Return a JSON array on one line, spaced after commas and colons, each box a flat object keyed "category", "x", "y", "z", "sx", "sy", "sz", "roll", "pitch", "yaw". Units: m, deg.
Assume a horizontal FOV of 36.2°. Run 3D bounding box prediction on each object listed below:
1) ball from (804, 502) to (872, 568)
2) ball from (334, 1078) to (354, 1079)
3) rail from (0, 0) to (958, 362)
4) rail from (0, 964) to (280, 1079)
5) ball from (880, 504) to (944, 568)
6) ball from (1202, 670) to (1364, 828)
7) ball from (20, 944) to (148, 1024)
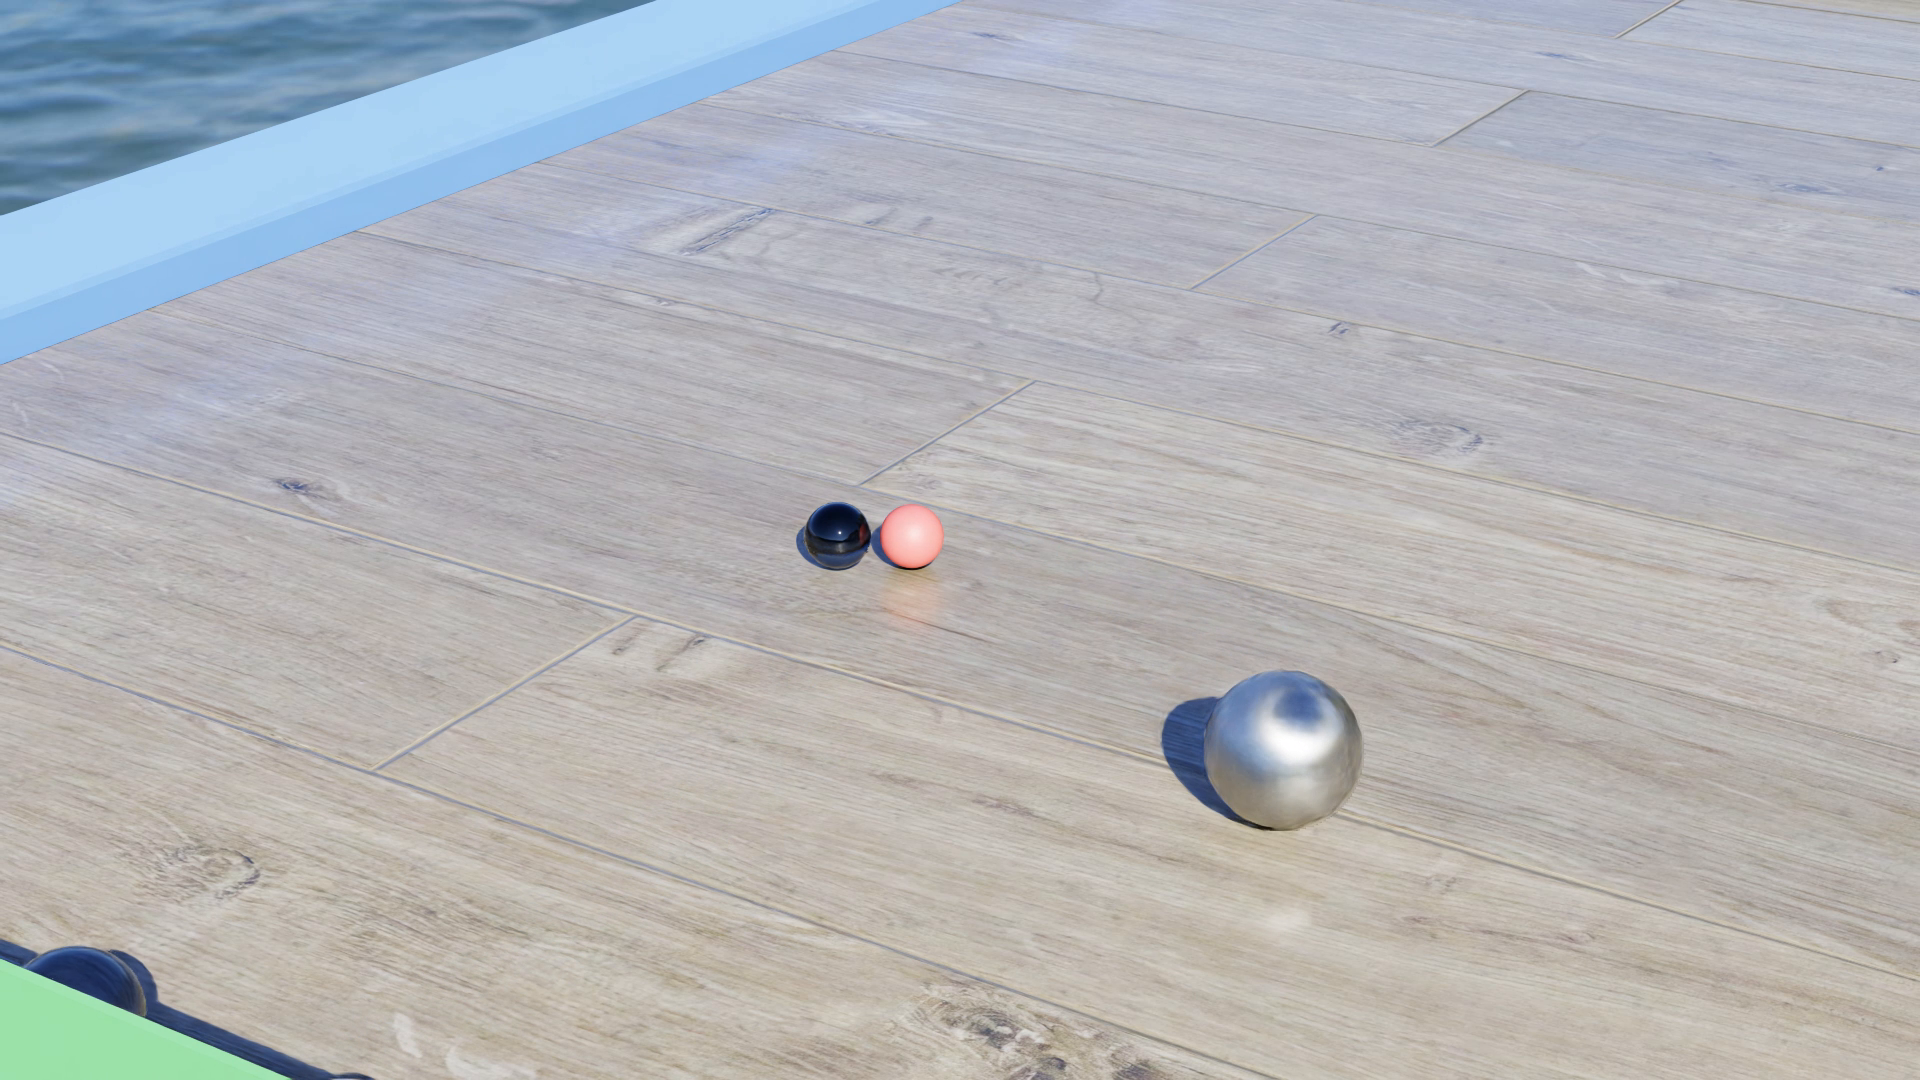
[{"category": "ball", "x": -0.081, "y": -0.003, "z": 1.948, "sx": 0.045, "sy": 0.045, "sz": 0.045, "roll": 0, "pitch": 24, "yaw": 0}, {"category": "ball", "x": -0.276, "y": 0.271, "z": 1.311, "sx": 0.060, "sy": 0.060, "sz": 0.060, "roll": 0, "pitch": 24, "yaw": 0}, {"category": "rail", "x": -0.287, "y": -0.474, "z": 2.923, "sx": 0.045, "sy": 0.115, "sz": 3.125, "roll": 14, "pitch": 28, "yaw": 29}, {"category": "rail", "x": -0.403, "y": 0.232, "z": 1.328, "sx": 1.707, "sy": 0.115, "sz": 0.045, "roll": 14, "pitch": 28, "yaw": 29}, {"category": "ball", "x": -0.032, "y": -0.003, "z": 1.949, "sx": 0.043, "sy": 0.043, "sz": 0.043, "roll": 0, "pitch": 24, "yaw": 0}, {"category": "ball", "x": 0.179, "y": 0.116, "z": 1.627, "sx": 0.088, "sy": 0.088, "sz": 0.088, "roll": 0, "pitch": 24, "yaw": 0}, {"category": "ball", "x": -0.422, "y": 0.227, "z": 1.402, "sx": 0.067, "sy": 0.067, "sz": 0.067, "roll": 0, "pitch": 24, "yaw": 0}]
